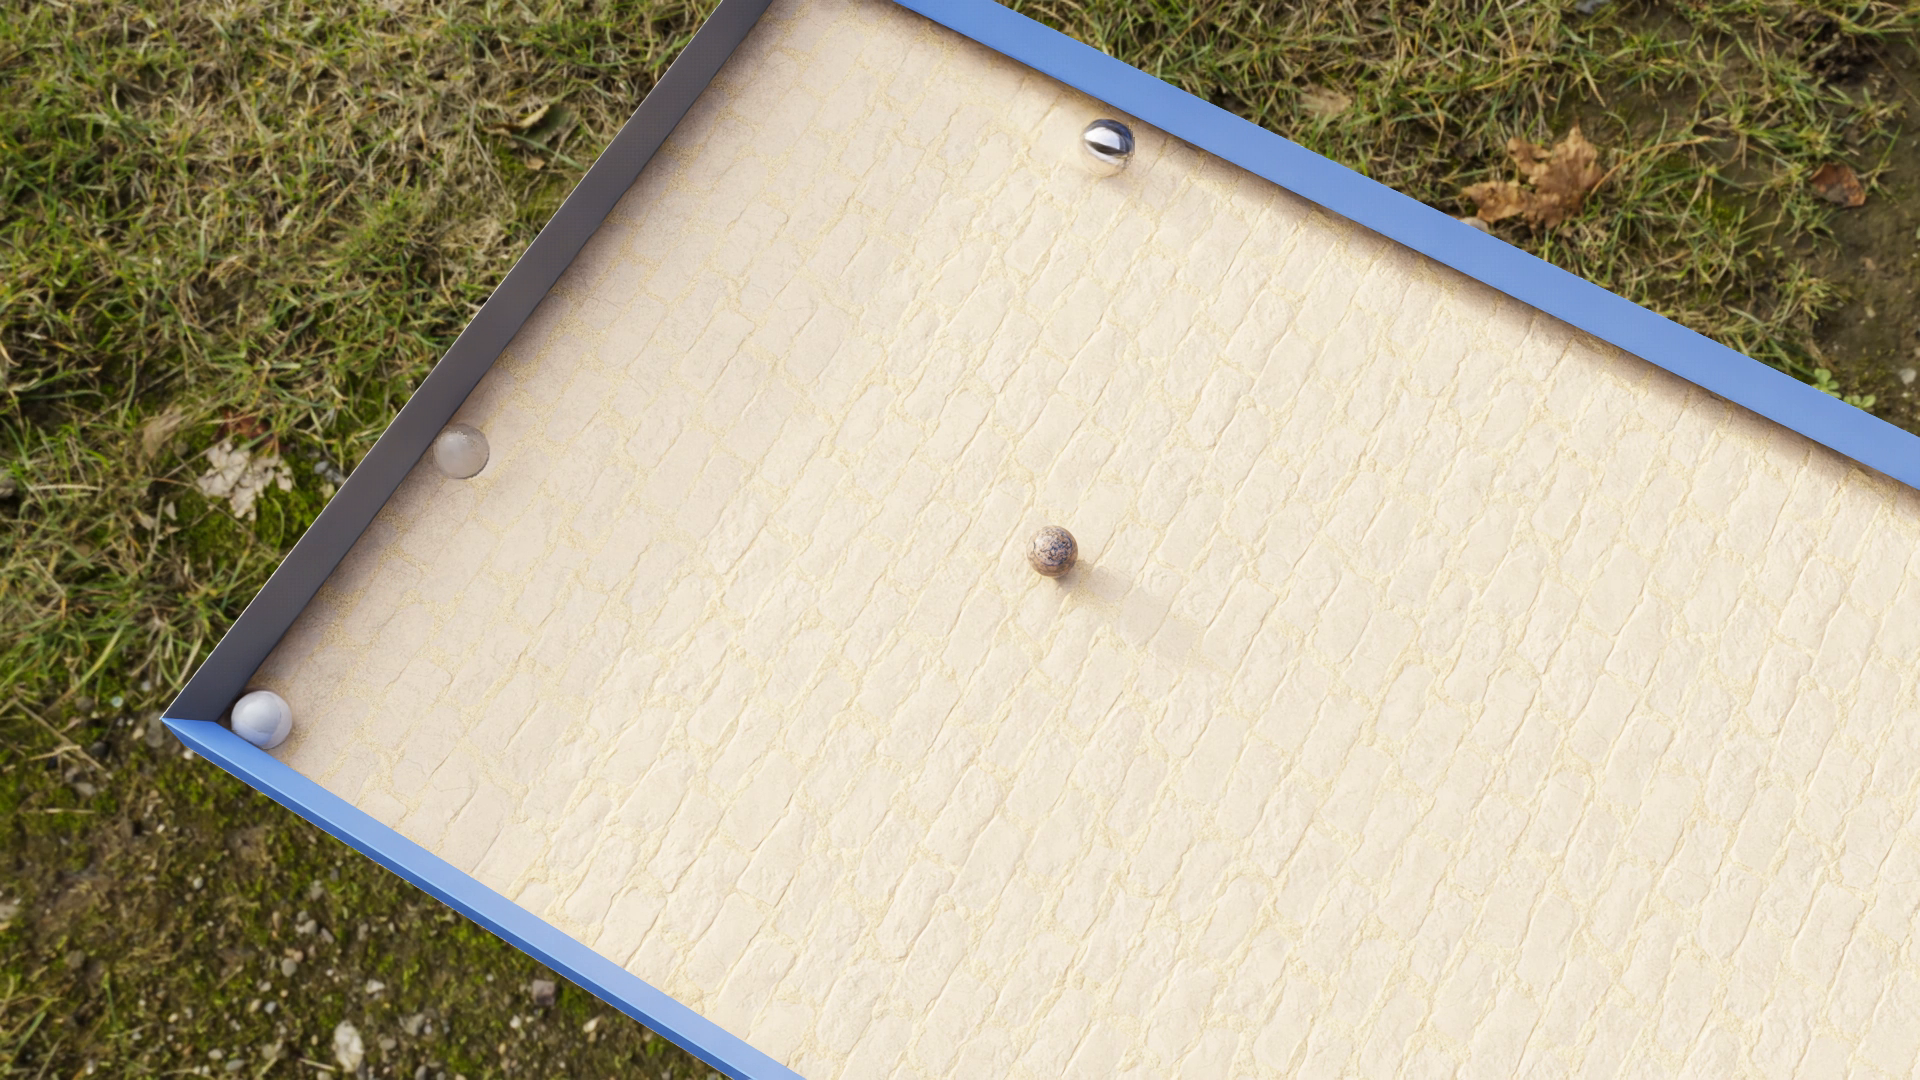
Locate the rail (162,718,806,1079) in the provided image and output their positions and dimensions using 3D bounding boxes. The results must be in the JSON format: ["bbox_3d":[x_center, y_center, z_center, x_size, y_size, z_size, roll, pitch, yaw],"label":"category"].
[{"bbox_3d":[0.311,1.084,3.027,3.505,0.128,0.045,28,68,12],"label":"rail"}]

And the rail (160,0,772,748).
[{"bbox_3d":[-0.736,-0.401,3.708,0.045,0.128,1.807,28,68,12],"label":"rail"}]

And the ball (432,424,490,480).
[{"bbox_3d":[-0.819,-0.145,3.611,0.092,0.092,0.092,0,65,0],"label":"ball"}]

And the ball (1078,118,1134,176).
[{"bbox_3d":[0.255,-0.690,3.858,0.098,0.098,0.098,0,65,0],"label":"ball"}]

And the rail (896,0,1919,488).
[{"bbox_3d":[1.201,-0.295,3.660,3.505,0.128,0.045,28,68,12],"label":"rail"}]

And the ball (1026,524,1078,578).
[{"bbox_3d":[0.148,0.018,3.541,0.085,0.085,0.085,0,65,0],"label":"ball"}]

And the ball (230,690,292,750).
[{"bbox_3d":[-1.086,0.279,3.418,0.091,0.091,0.091,0,65,0],"label":"ball"}]
